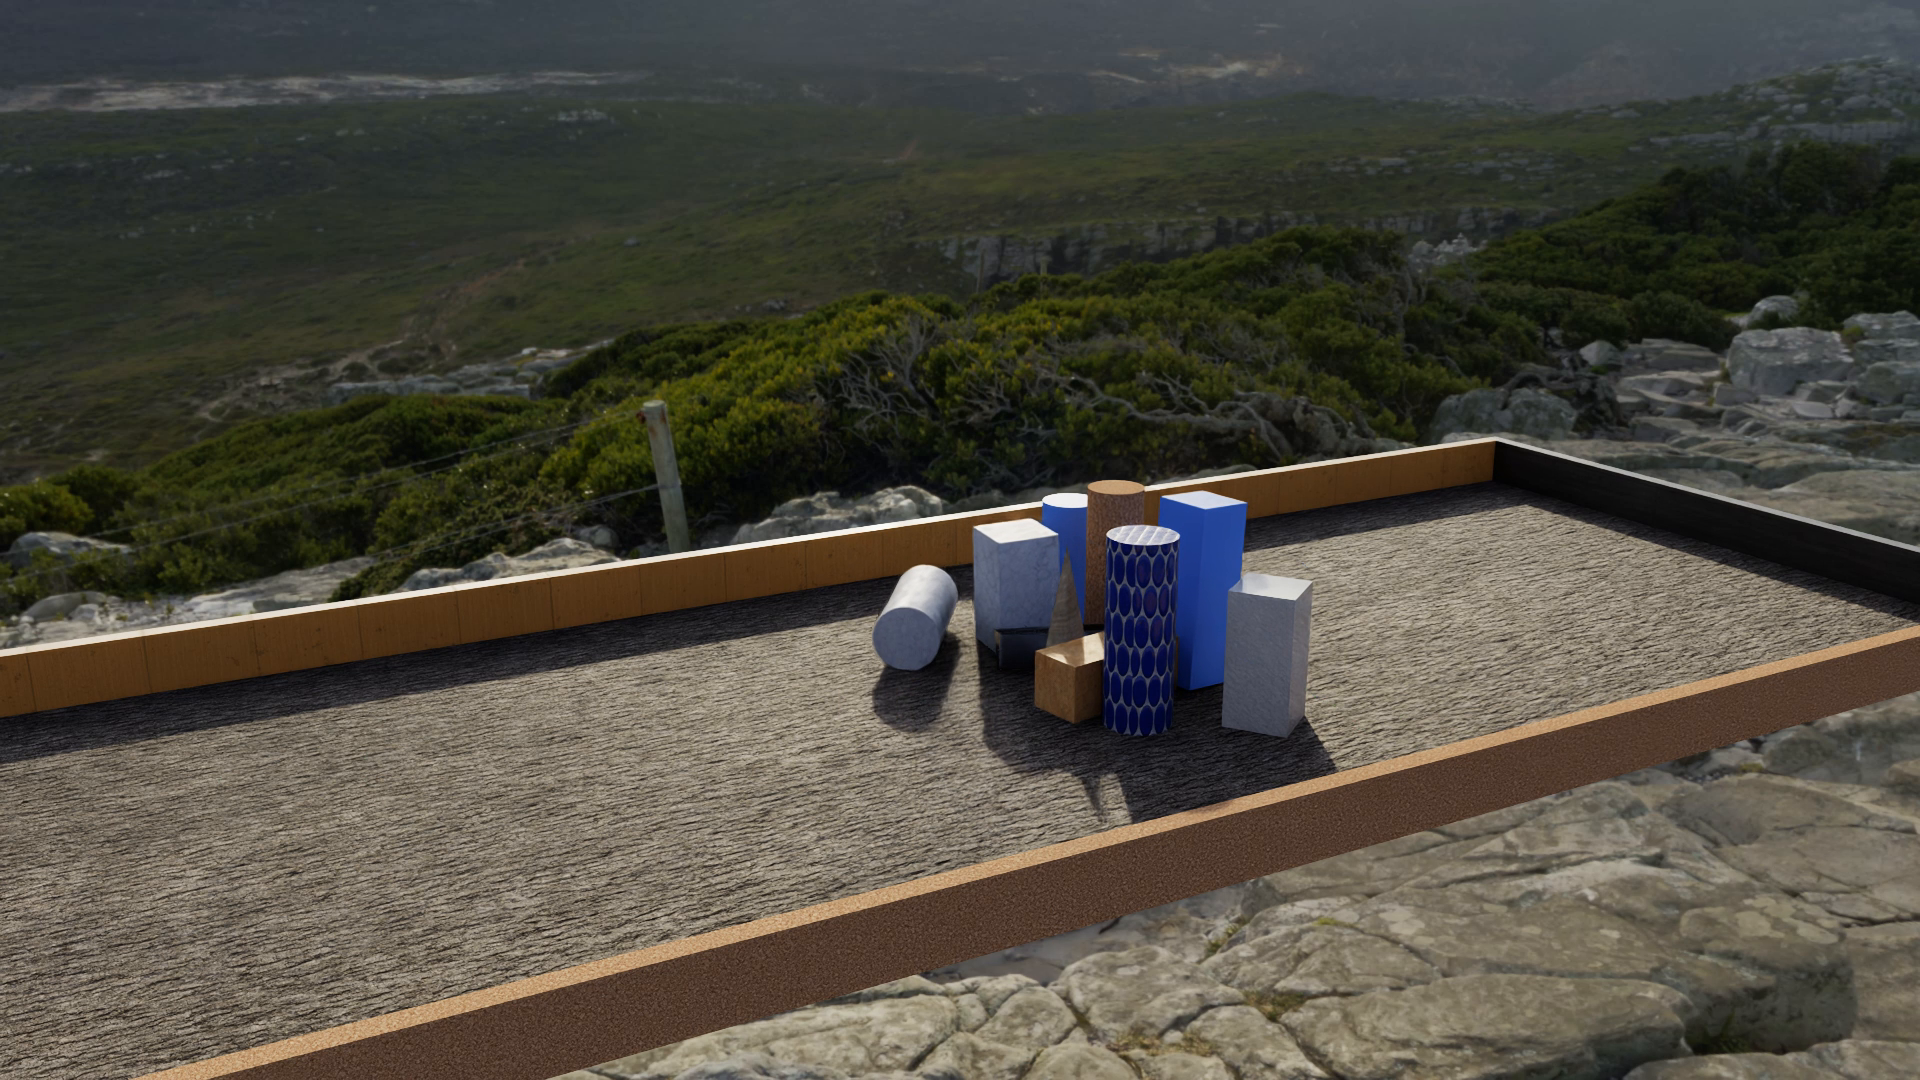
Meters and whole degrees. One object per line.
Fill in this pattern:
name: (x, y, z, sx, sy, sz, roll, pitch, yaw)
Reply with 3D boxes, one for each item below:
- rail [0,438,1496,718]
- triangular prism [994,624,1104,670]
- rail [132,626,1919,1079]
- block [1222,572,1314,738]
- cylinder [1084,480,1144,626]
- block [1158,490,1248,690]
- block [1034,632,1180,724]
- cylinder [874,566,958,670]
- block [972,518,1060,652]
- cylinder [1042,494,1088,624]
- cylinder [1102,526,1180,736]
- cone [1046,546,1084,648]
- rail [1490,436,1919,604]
rail: (-3.305, 0.497, 3.399, 12.000, 0.150, 0.050, -9, 18, -27)
triangular prism: (0.290, 0.255, 4.225, 0.385, 0.112, 0.097, -2, -25, -7)
rail: (-2.336, 1.006, 1.665, 12.000, 0.150, 0.050, -9, 18, -27)
block: (0.718, 0.266, 3.855, 0.156, 0.334, 0.156, 8, 18, 25)
cylinder: (0.406, 0.071, 4.343, 0.149, 0.434, 0.149, 0, 16, 0)
block: (0.588, 0.123, 4.105, 0.150, 0.460, 0.150, -8, 18, -38)
block: (0.359, 0.319, 4.019, 0.345, 0.142, 0.142, -13, 21, -37)
cylinder: (-0.114, 0.201, 4.364, 0.172, 0.172, 0.362, 2, 16, 7)
block: (0.149, 0.124, 4.370, 0.170, 0.312, 0.170, -8, 18, -21)
cylinder: (0.304, 0.051, 4.587, 0.154, 0.335, 0.154, 0, 16, 0)
cylinder: (0.418, 0.209, 3.830, 0.167, 0.459, 0.167, 0, 16, 0)
cone: (0.265, 0.183, 4.099, 0.140, 0.355, 0.140, -1, 16, 0)
rail: (2.466, -0.048, 5.253, 0.050, 0.150, 2.100, -9, 18, -27)
